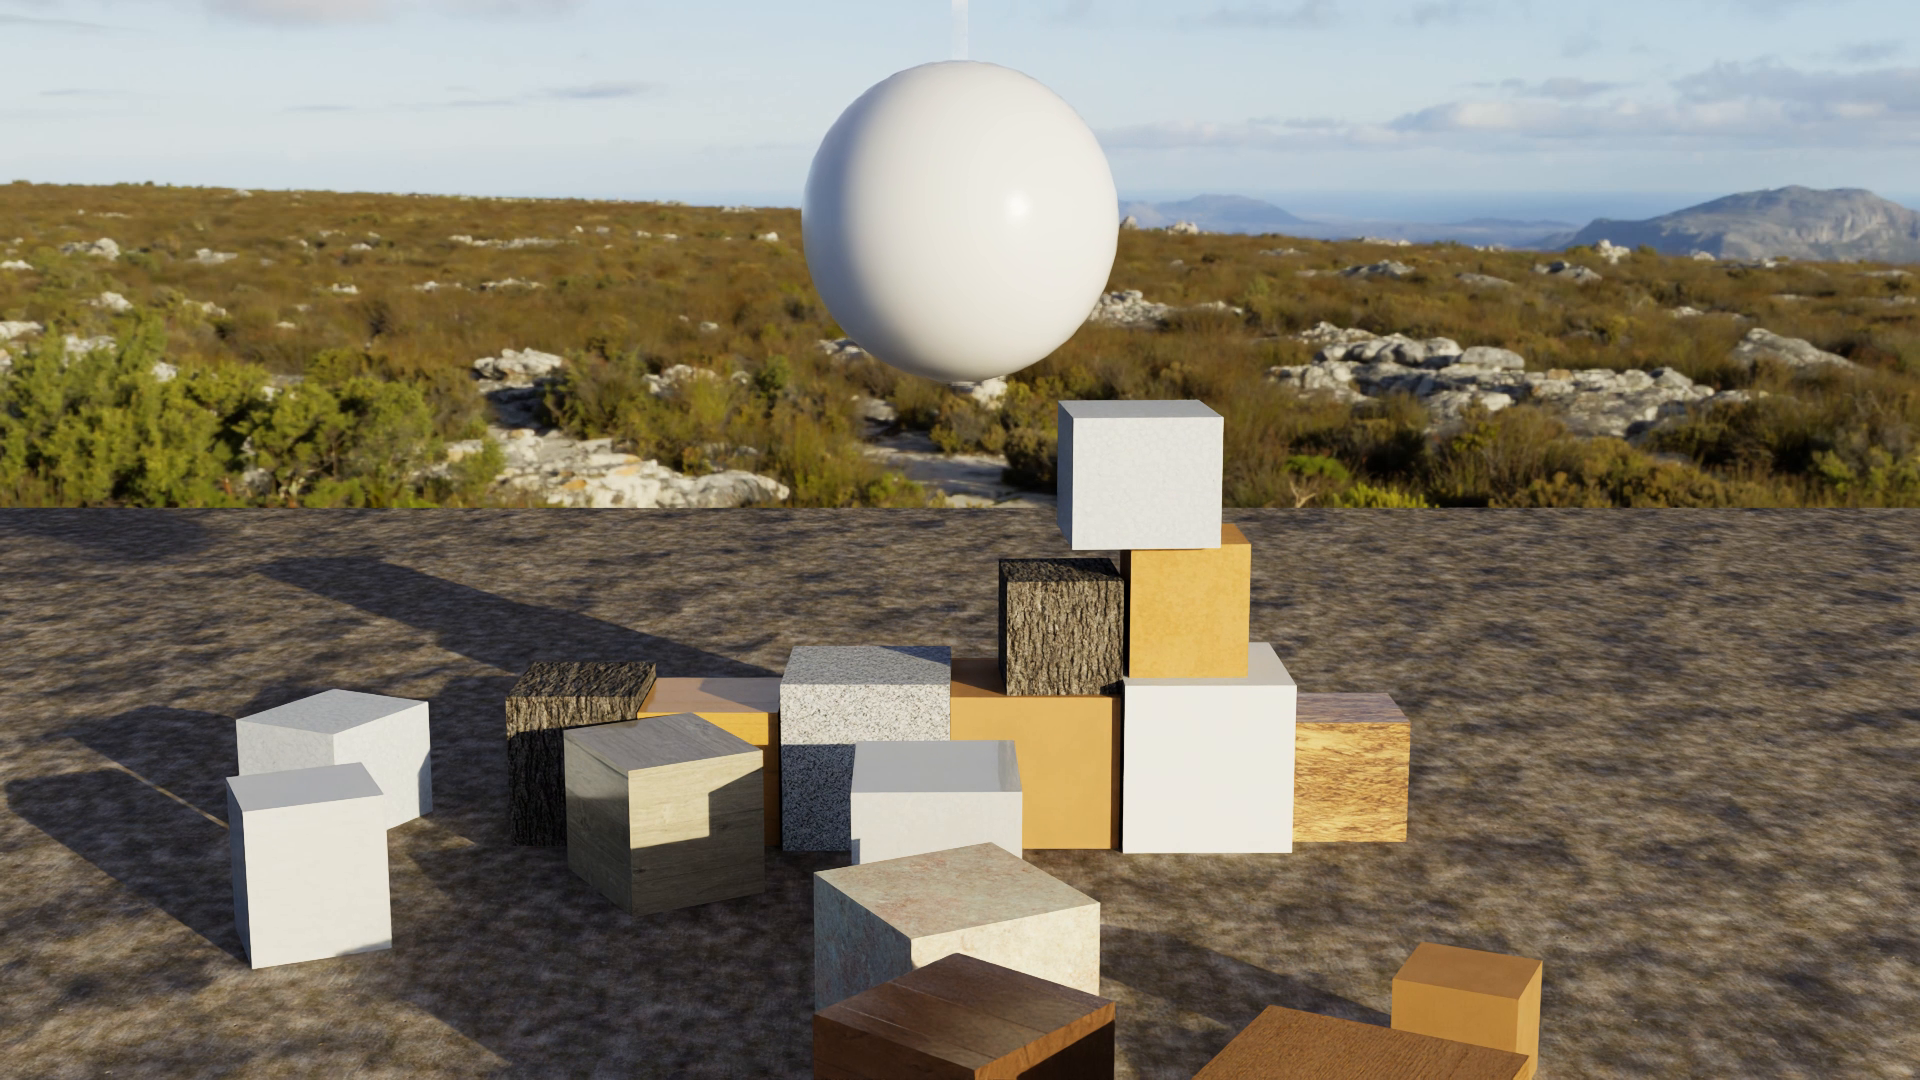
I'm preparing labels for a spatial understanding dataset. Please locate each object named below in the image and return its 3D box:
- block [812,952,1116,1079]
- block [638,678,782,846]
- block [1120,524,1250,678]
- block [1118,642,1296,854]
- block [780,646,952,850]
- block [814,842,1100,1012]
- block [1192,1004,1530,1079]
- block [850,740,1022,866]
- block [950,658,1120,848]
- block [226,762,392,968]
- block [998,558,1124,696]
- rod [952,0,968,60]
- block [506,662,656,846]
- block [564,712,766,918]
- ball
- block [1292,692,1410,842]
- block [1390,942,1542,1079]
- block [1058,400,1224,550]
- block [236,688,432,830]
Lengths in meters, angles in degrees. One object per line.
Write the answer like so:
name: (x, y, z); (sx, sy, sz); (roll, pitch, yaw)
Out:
block: (0.016, 1.872, 7.039); (0.665, 0.797, 0.697); (9, 13, 40)
block: (-1.259, 1.136, 11.386); (0.701, 0.691, 0.726); (0, 10, 0)
block: (1.137, 0.301, 11.224); (0.592, 0.677, 0.598); (0, 10, -1)
block: (1.232, 1.055, 11.368); (0.844, 0.857, 0.950); (0, 10, 0)
block: (-0.467, 1.059, 11.349); (0.838, 0.855, 0.847); (0, 10, 0)
block: (-0.023, 1.668, 8.266); (0.775, 0.760, 0.809); (-6, 12, -28)
block: (1.130, 1.961, 6.385); (0.807, 0.856, 0.782); (6, 12, 28)
block: (-0.107, 1.379, 9.821); (0.729, 0.772, 0.823); (0, 10, -1)
block: (0.377, 1.090, 11.391); (0.845, 0.780, 0.847); (0, 10, 0)
block: (-2.889, 1.428, 9.751); (0.592, 0.700, 0.568); (-5, 11, -25)
block: (0.506, 0.433, 11.209); (0.578, 0.576, 0.616); (-1, 10, -3)
rod: (0.000, -4.923, 10.342); (0.080, 5.200, 0.080); (0, 12, 0)
block: (-1.940, 1.095, 11.381); (0.645, 0.773, 0.742); (0, 10, 0)
block: (-1.419, 1.293, 10.516); (0.672, 0.694, 0.812); (-6, 12, -30)
ball: (0.000, -1.591, 11.021); (1.600, 1.600, 1.600); (0, 10, 0)
block: (1.961, 1.169, 11.397); (0.604, 0.622, 0.608); (0, 10, 0)
block: (1.909, 1.827, 8.297); (0.463, 0.436, 0.429); (5, 11, 25)
block: (0.891, -0.339, 11.052); (0.730, 0.645, 0.733); (-1, 10, -3)
block: (-3.241, 1.177, 11.429); (0.638, 0.596, 0.721); (5, 11, 26)
